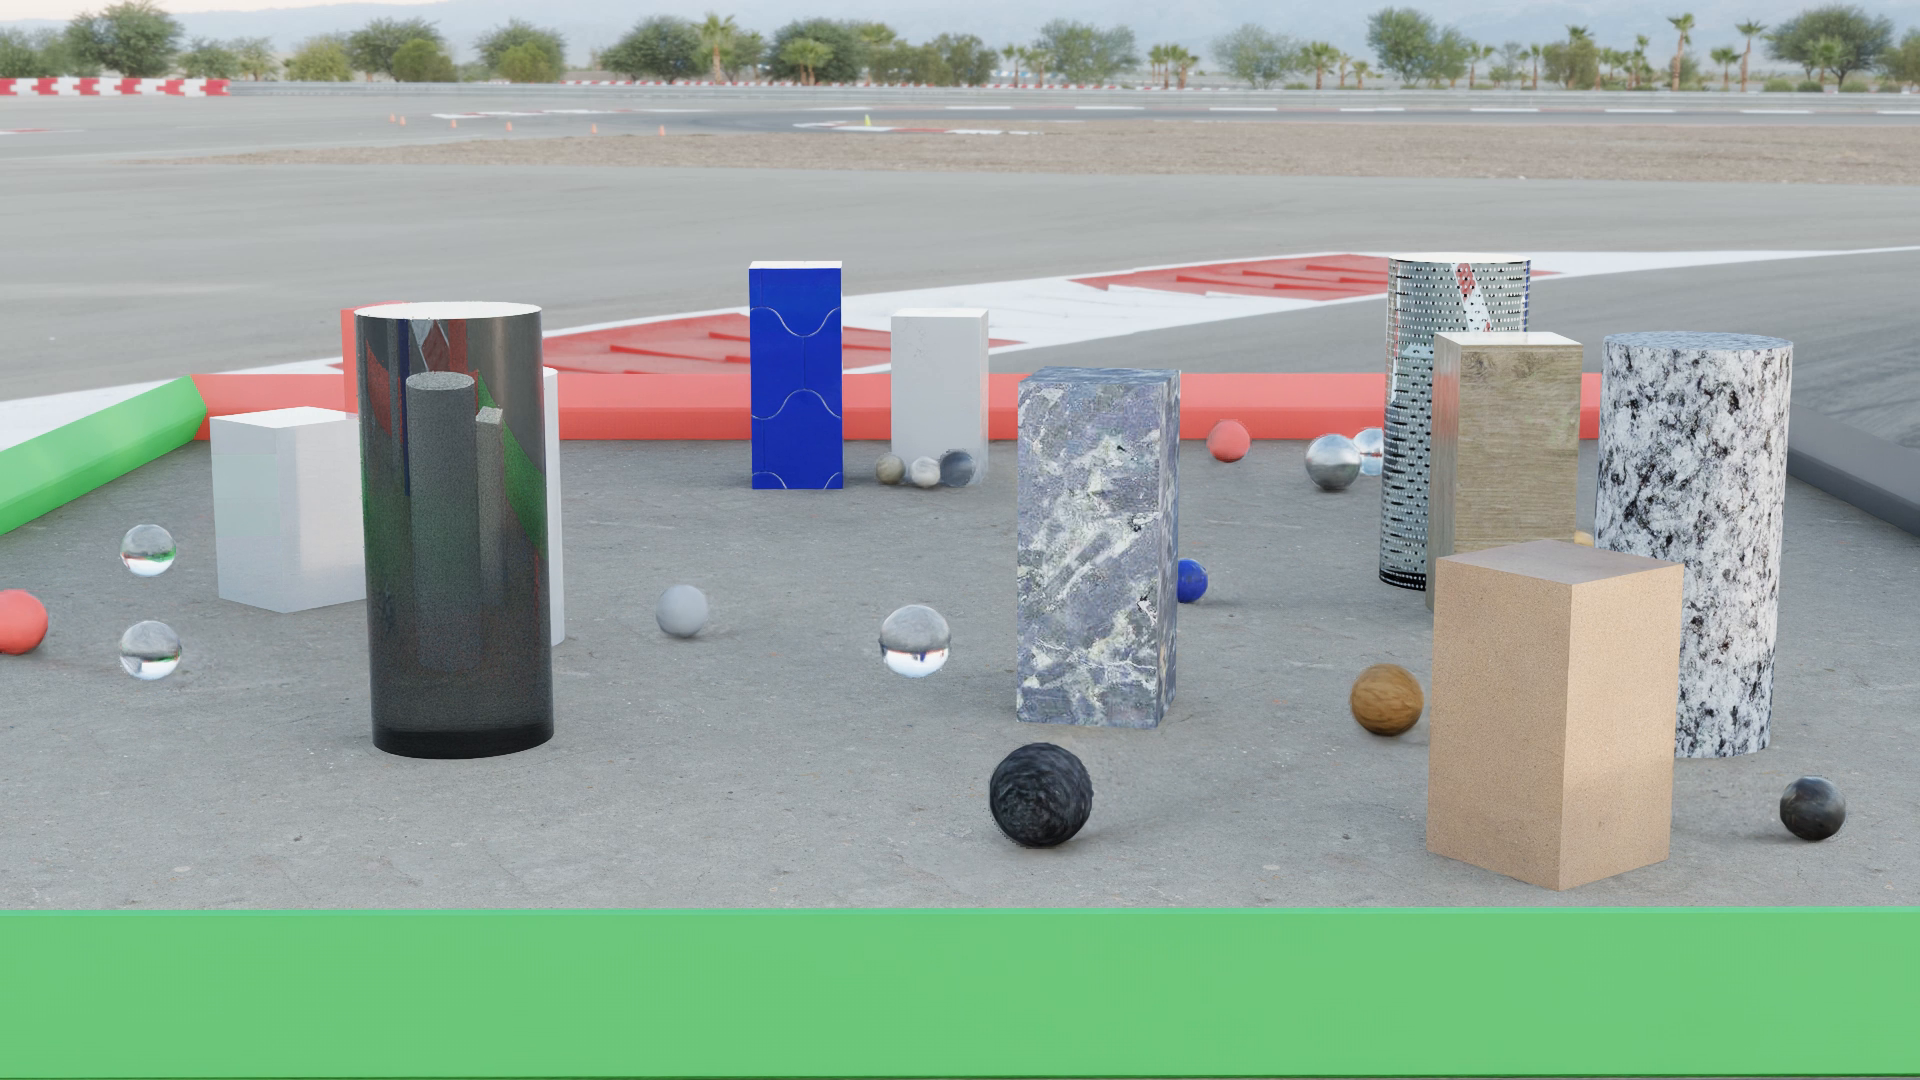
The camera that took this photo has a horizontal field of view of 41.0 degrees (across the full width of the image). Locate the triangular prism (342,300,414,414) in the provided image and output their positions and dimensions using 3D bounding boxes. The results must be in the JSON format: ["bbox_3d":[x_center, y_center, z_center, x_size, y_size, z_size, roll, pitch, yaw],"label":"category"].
[{"bbox_3d":[-0.922,-0.216,4.214,0.170,0.341,0.147,-3,11,-15],"label":"triangular prism"}]

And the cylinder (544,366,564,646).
[{"bbox_3d":[-0.606,-0.041,3.262,0.196,0.344,0.196,0,10,0],"label":"cylinder"}]

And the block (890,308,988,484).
[{"bbox_3d":[-0.035,-0.259,4.570,0.157,0.294,0.157,1,11,6],"label":"block"}]

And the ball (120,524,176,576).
[{"bbox_3d":[-1.170,0.015,3.694,0.076,0.076,0.076,0,10,0],"label":"ball"}]

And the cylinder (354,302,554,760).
[{"bbox_3d":[-0.545,-0.015,2.777,0.196,0.468,0.196,0,10,0],"label":"cylinder"}]

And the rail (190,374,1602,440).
[{"bbox_3d":[-0.009,-0.259,5.022,3.004,0.128,0.045,0,10,0],"label":"rail"}]

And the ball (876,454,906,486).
[{"bbox_3d":[-0.122,-0.123,4.496,0.054,0.054,0.054,0,10,0],"label":"ball"}]

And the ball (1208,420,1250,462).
[{"bbox_3d":[0.498,-0.183,4.755,0.078,0.078,0.078,0,10,0],"label":"ball"}]

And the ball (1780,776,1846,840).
[{"bbox_3d":[0.810,0.255,2.438,0.061,0.061,0.061,0,10,0],"label":"ball"}]

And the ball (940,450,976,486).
[{"bbox_3d":[-0.005,-0.125,4.479,0.064,0.064,0.064,0,10,0],"label":"ball"}]

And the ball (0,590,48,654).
[{"bbox_3d":[-1.182,0.103,3.206,0.080,0.080,0.080,0,10,0],"label":"ball"}]

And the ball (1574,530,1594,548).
[{"bbox_3d":[0.903,0.014,3.750,0.057,0.057,0.057,0,10,0],"label":"ball"}]

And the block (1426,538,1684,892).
[{"bbox_3d":[0.548,0.156,2.372,0.157,0.279,0.157,-8,13,-37],"label":"block"}]

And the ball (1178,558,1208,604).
[{"bbox_3d":[0.309,0.056,3.513,0.062,0.062,0.062,0,10,0],"label":"ball"}]

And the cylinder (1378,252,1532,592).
[{"bbox_3d":[0.700,-0.170,3.636,0.196,0.460,0.196,0,10,0],"label":"cylinder"}]

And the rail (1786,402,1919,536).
[{"bbox_3d":[1.478,0.031,3.457,0.045,0.128,3.248,0,10,0],"label":"rail"}]

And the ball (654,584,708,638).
[{"bbox_3d":[-0.359,0.091,3.301,0.069,0.069,0.069,0,10,0],"label":"ball"}]

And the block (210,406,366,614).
[{"bbox_3d":[-0.915,-0.045,3.535,0.157,0.251,0.157,9,14,41],"label":"block"}]

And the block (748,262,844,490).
[{"bbox_3d":[-0.285,-0.291,4.501,0.157,0.383,0.157,0,11,-2],"label":"block"}]

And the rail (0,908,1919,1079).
[{"bbox_3d":[0.009,0.324,1.876,3.004,0.128,0.045,0,10,0],"label":"rail"}]

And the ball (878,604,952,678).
[{"bbox_3d":[-0.054,0.122,3.083,0.088,0.088,0.088,0,10,0],"label":"ball"}]

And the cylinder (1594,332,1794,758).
[{"bbox_3d":[0.790,0.000,2.787,0.196,0.435,0.196,0,10,0],"label":"cylinder"}]

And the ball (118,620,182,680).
[{"bbox_3d":[-0.970,0.132,3.072,0.072,0.072,0.072,0,10,0],"label":"ball"}]

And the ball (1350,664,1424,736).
[{"bbox_3d":[0.469,0.176,2.814,0.080,0.080,0.080,0,10,0],"label":"ball"}]

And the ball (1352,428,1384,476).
[{"bbox_3d":[0.741,-0.158,4.599,0.086,0.086,0.086,0,10,0],"label":"ball"}]

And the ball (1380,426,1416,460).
[{"bbox_3d":[0.815,-0.181,4.778,0.065,0.065,0.065,0,10,0],"label":"ball"}]

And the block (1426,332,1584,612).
[{"bbox_3d":[0.716,-0.080,3.391,0.157,0.373,0.157,0,11,-2],"label":"block"}]

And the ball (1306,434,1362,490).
[{"bbox_3d":[0.647,-0.135,4.446,0.096,0.096,0.096,0,10,0],"label":"ball"}]

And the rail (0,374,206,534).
[{"bbox_3d":[-1.478,0.034,3.441,0.045,0.128,3.248,0,10,0],"label":"rail"}]

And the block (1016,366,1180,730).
[{"bbox_3d":[0.158,0.005,2.904,0.157,0.383,0.157,2,11,13],"label":"block"}]

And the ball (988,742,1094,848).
[{"bbox_3d":[0.076,0.240,2.417,0.098,0.098,0.098,0,10,0],"label":"ball"}]

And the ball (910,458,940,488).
[{"bbox_3d":[-0.062,-0.117,4.468,0.054,0.054,0.054,0,10,0],"label":"ball"}]
